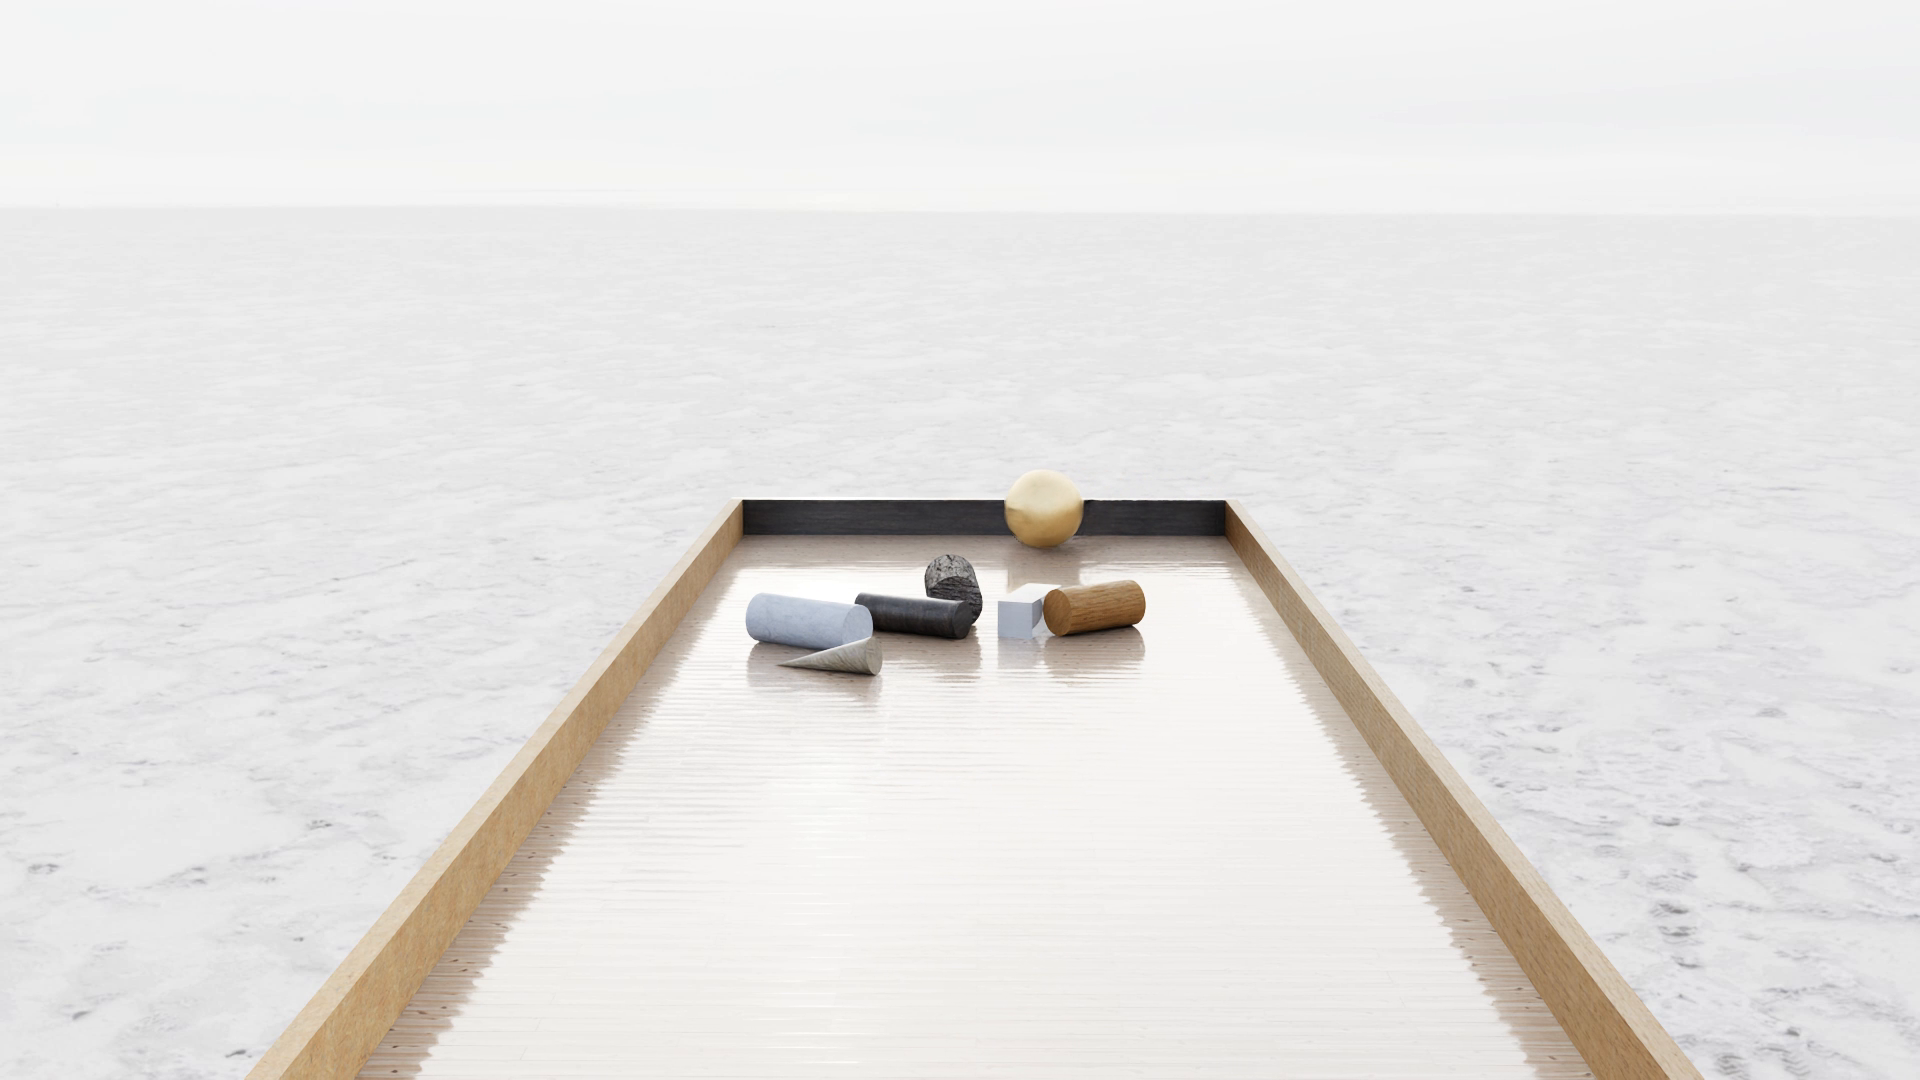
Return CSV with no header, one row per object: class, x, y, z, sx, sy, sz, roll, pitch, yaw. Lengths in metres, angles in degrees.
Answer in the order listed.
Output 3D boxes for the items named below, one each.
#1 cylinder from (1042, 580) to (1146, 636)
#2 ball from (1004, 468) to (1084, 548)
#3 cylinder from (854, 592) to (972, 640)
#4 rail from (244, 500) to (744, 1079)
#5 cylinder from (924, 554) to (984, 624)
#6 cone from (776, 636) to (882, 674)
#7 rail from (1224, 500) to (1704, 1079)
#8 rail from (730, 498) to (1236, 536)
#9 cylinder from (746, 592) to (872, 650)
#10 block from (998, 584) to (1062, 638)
cylinder,0.438,0.219,7.146,0.309,0.152,0.152,-6,11,-35
ball,0.336,-0.126,8.796,0.316,0.316,0.316,0,9,0
cylinder,-0.155,0.241,7.099,0.376,0.122,0.122,5,10,29
rail,-1.004,0.839,3.234,0.050,0.150,12.000,0,9,1
cylinder,-0.024,0.171,7.353,0.180,0.180,0.436,0,9,-3
cone,-0.407,0.360,6.561,0.336,0.113,0.113,-7,6,23
rail,1.046,0.843,3.208,0.050,0.150,12.000,0,9,1
rail,0.099,-0.098,9.147,2.100,0.150,0.050,0,9,1
cylinder,-0.473,0.260,6.871,0.384,0.156,0.156,6,11,34
block,0.229,0.230,7.184,0.117,0.117,0.332,3,10,19
